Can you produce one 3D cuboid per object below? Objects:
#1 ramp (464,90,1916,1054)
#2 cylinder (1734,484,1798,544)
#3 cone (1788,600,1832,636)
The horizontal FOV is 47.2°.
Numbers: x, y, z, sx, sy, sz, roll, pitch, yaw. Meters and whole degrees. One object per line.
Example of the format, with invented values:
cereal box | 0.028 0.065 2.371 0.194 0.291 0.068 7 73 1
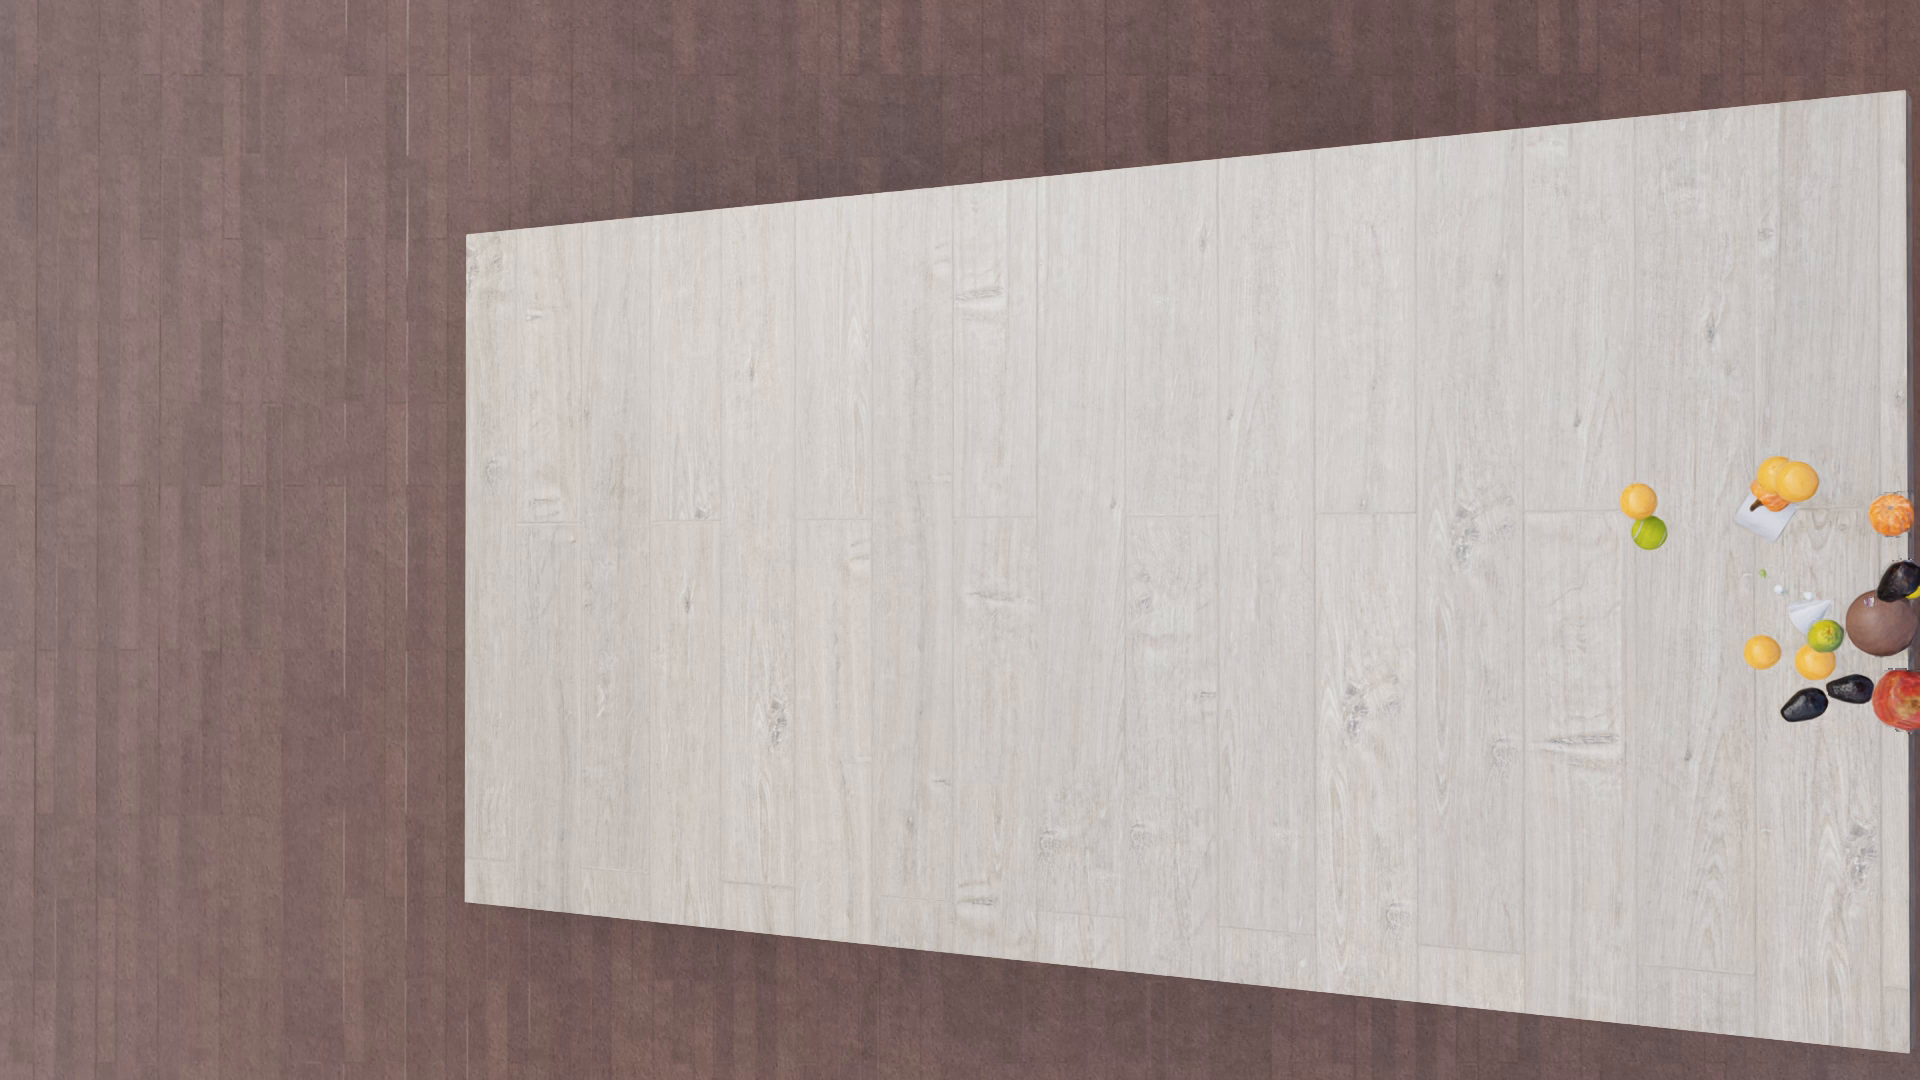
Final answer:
ramp | 0.268 0.074 5.621 4.000 0.100 2.000 0 89 30
cylinder | 1.636 -0.053 4.464 0.090 0.090 0.090 34 90 20
cone | 1.705 0.137 4.370 0.078 0.078 0.078 16 52 -22
